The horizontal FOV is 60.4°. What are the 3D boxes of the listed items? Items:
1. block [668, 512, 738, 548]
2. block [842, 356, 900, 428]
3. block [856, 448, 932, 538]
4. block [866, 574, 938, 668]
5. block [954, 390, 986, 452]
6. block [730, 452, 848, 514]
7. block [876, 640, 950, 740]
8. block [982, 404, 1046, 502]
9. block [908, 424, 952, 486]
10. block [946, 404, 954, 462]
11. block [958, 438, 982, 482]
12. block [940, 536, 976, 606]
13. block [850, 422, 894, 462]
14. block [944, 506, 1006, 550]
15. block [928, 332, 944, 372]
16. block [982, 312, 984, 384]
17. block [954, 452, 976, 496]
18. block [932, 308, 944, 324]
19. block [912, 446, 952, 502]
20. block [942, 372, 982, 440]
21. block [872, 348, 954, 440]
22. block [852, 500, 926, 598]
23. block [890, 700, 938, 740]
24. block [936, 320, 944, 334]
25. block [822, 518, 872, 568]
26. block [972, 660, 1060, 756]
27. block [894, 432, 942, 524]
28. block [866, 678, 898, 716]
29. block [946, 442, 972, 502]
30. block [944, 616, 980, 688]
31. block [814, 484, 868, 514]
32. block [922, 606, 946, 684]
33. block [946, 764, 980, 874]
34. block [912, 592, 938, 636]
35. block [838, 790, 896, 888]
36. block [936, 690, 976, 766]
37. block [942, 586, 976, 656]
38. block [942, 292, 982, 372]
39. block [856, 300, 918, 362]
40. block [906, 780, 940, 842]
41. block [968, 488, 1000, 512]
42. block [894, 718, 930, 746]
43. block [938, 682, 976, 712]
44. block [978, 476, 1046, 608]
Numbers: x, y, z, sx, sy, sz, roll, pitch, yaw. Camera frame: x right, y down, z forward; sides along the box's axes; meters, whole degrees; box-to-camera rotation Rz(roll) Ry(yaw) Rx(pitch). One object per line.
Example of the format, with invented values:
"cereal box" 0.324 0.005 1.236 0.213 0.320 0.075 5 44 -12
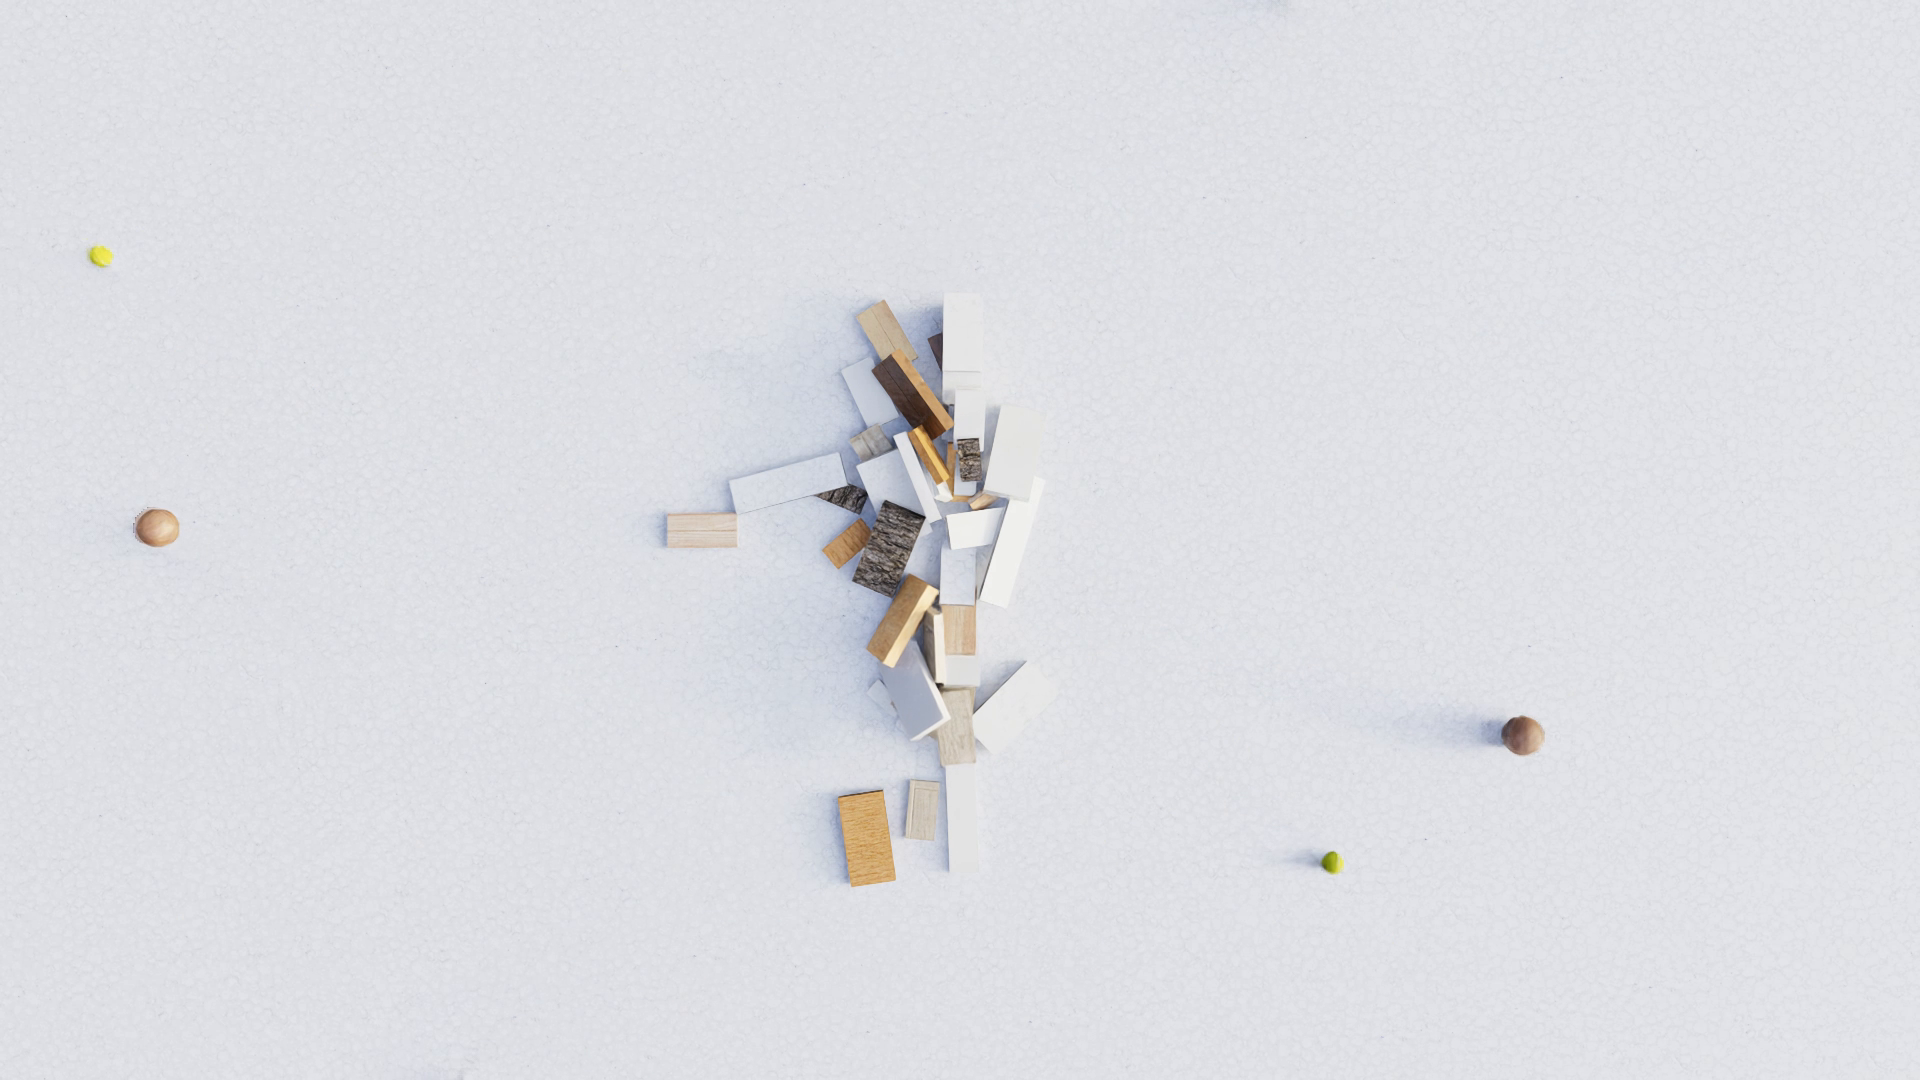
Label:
"block" -0.855 -0.032 5.484 0.229 0.032 0.114 0 90 0
"block" -0.298 -0.486 5.484 0.110 0.031 0.221 -25 90 0
"block" -0.216 -0.138 5.451 0.149 0.042 0.299 -22 101 0
"block" -0.193 0.263 5.427 0.041 0.146 0.292 30 90 -31
"block" 0.031 -0.391 5.391 0.099 0.028 0.197 2 95 0
"block" -0.568 -0.187 5.468 0.381 0.032 0.114 -15 87 4
"block" -0.154 0.491 5.399 0.146 0.041 0.293 -35 66 22
"block" 0.181 -0.287 5.434 0.153 0.043 0.306 12 73 0
"block" -0.100 -0.278 5.390 0.028 0.098 0.195 -29 95 20
"block" 0.009 -0.348 5.445 0.099 0.028 0.197 3 108 0
"block" 0.032 -0.262 5.388 0.072 0.020 0.143 -5 114 3
"block" -0.006 0.103 5.457 0.114 0.032 0.229 2 76 0
"block" -0.264 -0.266 5.468 0.110 0.031 0.221 -31 98 0
"block" 0.068 -0.040 5.451 0.229 0.032 0.114 -8 90 -17
"block" -0.059 -0.627 5.492 0.059 0.017 0.119 -23 90 0
"block" 0.014 -0.625 5.454 0.127 0.036 0.255 1 102 -2
"block" 0.019 -0.218 5.432 0.072 0.020 0.143 3 108 0
"block" -0.033 -0.714 5.492 0.059 0.017 0.119 -38 90 0
"block" -0.090 -0.222 5.422 0.028 0.098 0.195 -28 71 19
"block" 0.006 -0.460 5.452 0.127 0.036 0.255 1 104 0
"block" -0.155 -0.469 5.413 0.043 0.153 0.306 -39 95 -32
"block" -0.235 0.031 5.438 0.146 0.041 0.293 23 106 1
"block" -0.125 0.566 5.469 0.194 0.028 0.097 39 90 0
"block" -0.016 -0.686 5.470 0.059 0.017 0.119 -43 100 1
"block" -0.368 0.012 5.488 0.167 0.024 0.084 -40 90 0
"block" 0.169 0.559 5.465 0.299 0.042 0.149 -44 90 -5
"block" -0.138 -0.204 5.423 0.043 0.153 0.306 -22 90 0
"block" -0.245 0.526 5.491 0.125 0.018 0.063 41 90 0
"block" 0.004 -0.224 5.456 0.099 0.028 0.197 3 108 -1
"block" 0.003 0.367 5.441 0.118 0.034 0.237 -2 69 -1
"block" -0.395 -0.154 5.488 0.167 0.024 0.084 23 90 0
"block" -0.085 0.341 5.393 0.032 0.114 0.229 -7 103 -20
"block" 0.006 0.875 5.486 0.097 0.028 0.462 -2 90 0
"block" -0.139 0.226 5.459 0.024 0.084 0.167 29 90 -33
"block" -0.308 0.991 5.479 0.149 0.042 0.299 -9 90 0
"block" -0.016 0.613 5.373 0.118 0.034 0.237 -5 77 -1
"block" -0.004 0.266 5.444 0.114 0.032 0.229 1 69 0
"block" 0.009 -0.677 5.388 0.127 0.036 0.255 1 87 -2
"block" -0.242 -0.675 5.484 0.110 0.031 0.220 -30 90 0
"block" -0.125 0.898 5.486 0.097 0.028 0.194 5 90 0
"block" 0.097 -0.149 5.464 0.143 0.072 0.020 -37 55 -1
"block" -0.147 0.624 5.491 0.125 0.018 0.063 33 90 0
"block" -0.010 0.508 5.436 0.118 0.034 0.237 6 75 2
"block" 0.170 -0.001 5.449 0.098 0.028 0.447 19 83 -16
